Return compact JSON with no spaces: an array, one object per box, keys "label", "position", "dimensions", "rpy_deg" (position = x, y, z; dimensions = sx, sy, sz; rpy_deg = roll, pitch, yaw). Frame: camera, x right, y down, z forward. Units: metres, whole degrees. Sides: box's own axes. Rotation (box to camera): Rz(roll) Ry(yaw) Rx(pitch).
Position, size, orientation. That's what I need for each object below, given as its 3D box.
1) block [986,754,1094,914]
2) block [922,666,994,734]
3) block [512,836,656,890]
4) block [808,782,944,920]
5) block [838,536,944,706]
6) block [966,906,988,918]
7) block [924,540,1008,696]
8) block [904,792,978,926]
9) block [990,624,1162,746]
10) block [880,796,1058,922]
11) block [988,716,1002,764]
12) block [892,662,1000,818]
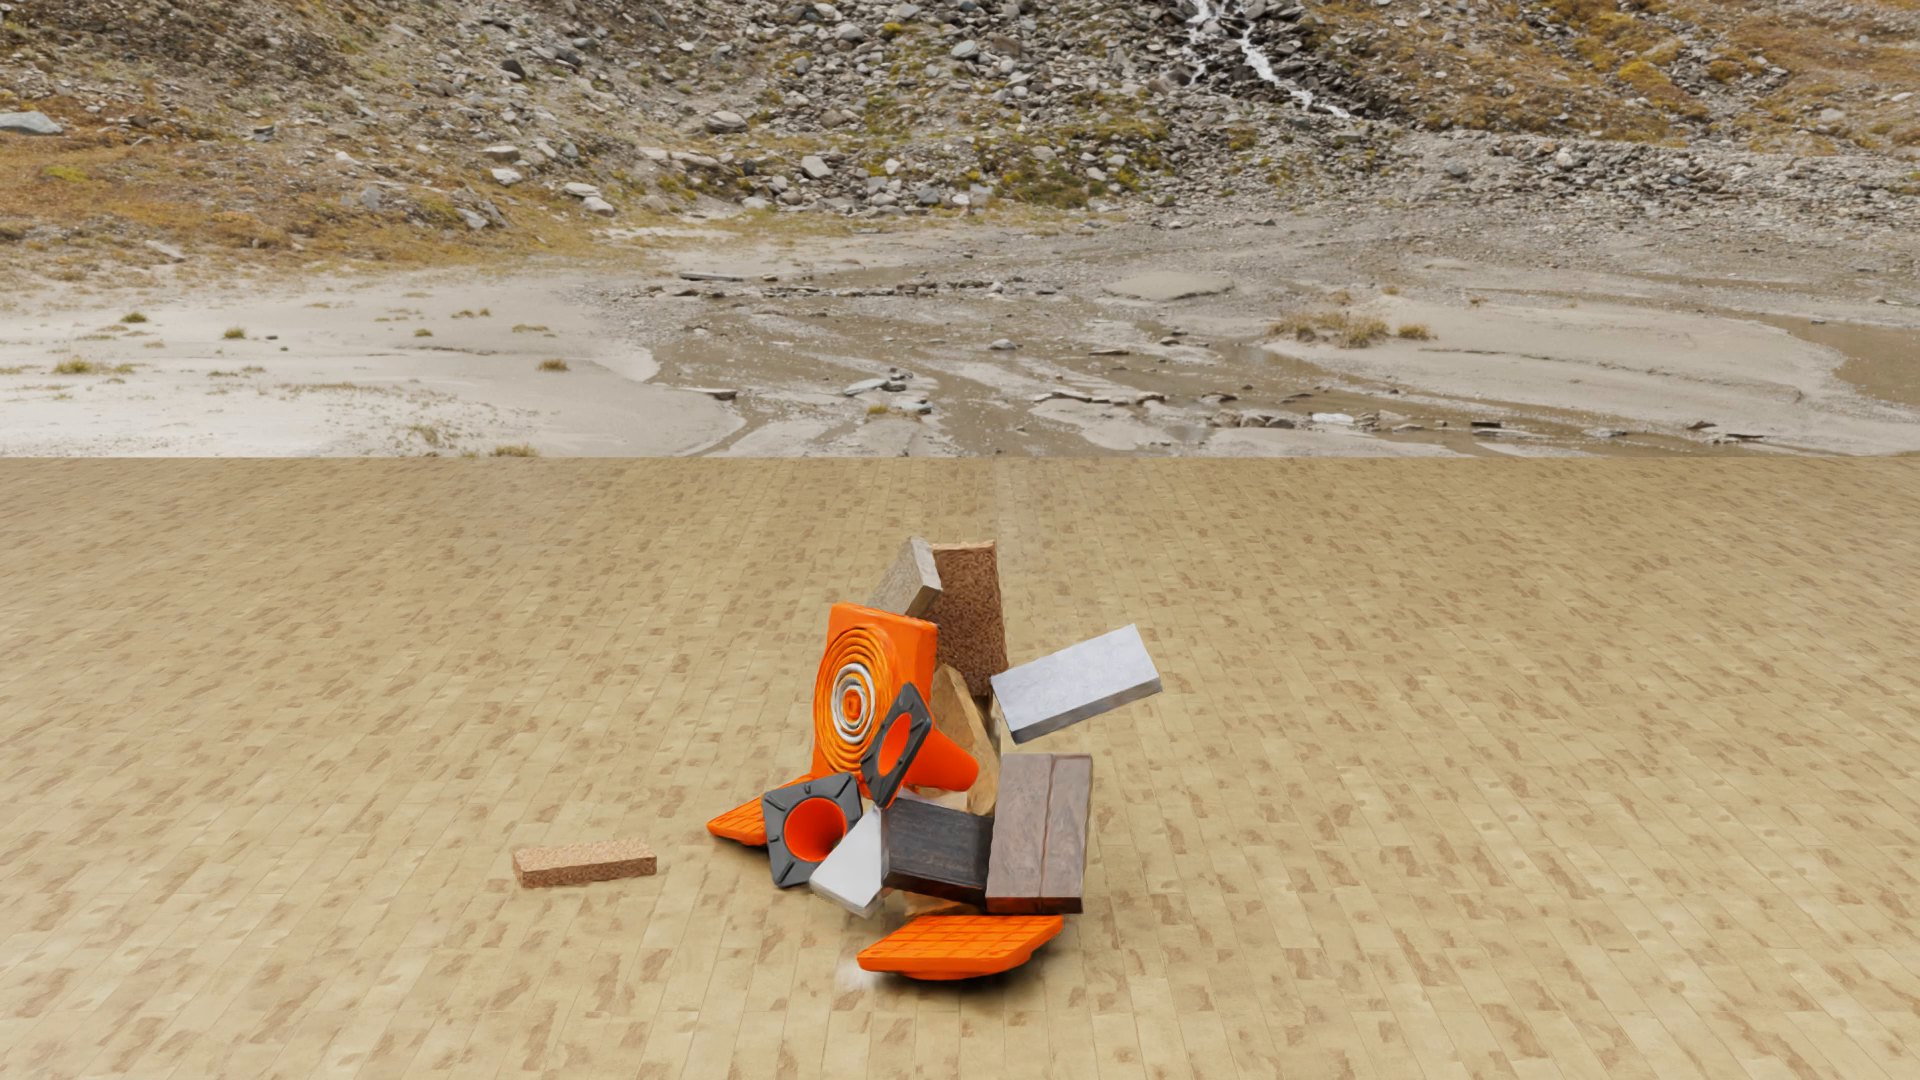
[{"label":"block","position":[0.129,0.464,3.500],"dimensions":[0.147,0.042,0.293],"rpy_deg":[-1,43,9]},{"label":"block","position":[-0.010,0.322,4.060],"dimensions":[0.129,0.036,0.257],"rpy_deg":[-4,34,8]},{"label":"block","position":[-0.645,0.554,3.775],"dimensions":[0.227,0.032,0.113],"rpy_deg":[-4,11,-20]},{"label":"block","position":[-0.129,0.501,3.563],"dimensions":[0.113,0.032,0.227],"rpy_deg":[23,53,30]},{"label":"block","position":[-0.128,0.145,3.936],"dimensions":[0.040,0.282,0.141],"rpy_deg":[18,31,-26]},{"label":"block","position":[0.049,0.592,3.611],"dimensions":[0.123,0.017,0.062],"rpy_deg":[-6,12,-28]},{"label":"block","position":[0.006,0.146,4.022],"dimensions":[0.141,0.282,0.040],"rpy_deg":[-4,16,8]},{"label":"block","position":[-0.035,0.518,3.578],"dimensions":[0.113,0.032,0.227],"rpy_deg":[-12,43,7]},{"label":"block","position":[0.208,0.260,3.967],"dimensions":[0.282,0.040,0.141],"rpy_deg":[-20,44,-2]},{"label":"block","position":[0.019,0.508,3.509],"dimensions":[0.293,0.042,0.147],"rpy_deg":[14,43,-16]},{"label":"block","position":[0.008,0.434,4.033],"dimensions":[0.129,0.036,0.257],"rpy_deg":[-2,43,4]},{"label":"block","position":[-0.014,0.385,3.812],"dimensions":[0.042,0.147,0.412],"rpy_deg":[34,17,-29]}]
